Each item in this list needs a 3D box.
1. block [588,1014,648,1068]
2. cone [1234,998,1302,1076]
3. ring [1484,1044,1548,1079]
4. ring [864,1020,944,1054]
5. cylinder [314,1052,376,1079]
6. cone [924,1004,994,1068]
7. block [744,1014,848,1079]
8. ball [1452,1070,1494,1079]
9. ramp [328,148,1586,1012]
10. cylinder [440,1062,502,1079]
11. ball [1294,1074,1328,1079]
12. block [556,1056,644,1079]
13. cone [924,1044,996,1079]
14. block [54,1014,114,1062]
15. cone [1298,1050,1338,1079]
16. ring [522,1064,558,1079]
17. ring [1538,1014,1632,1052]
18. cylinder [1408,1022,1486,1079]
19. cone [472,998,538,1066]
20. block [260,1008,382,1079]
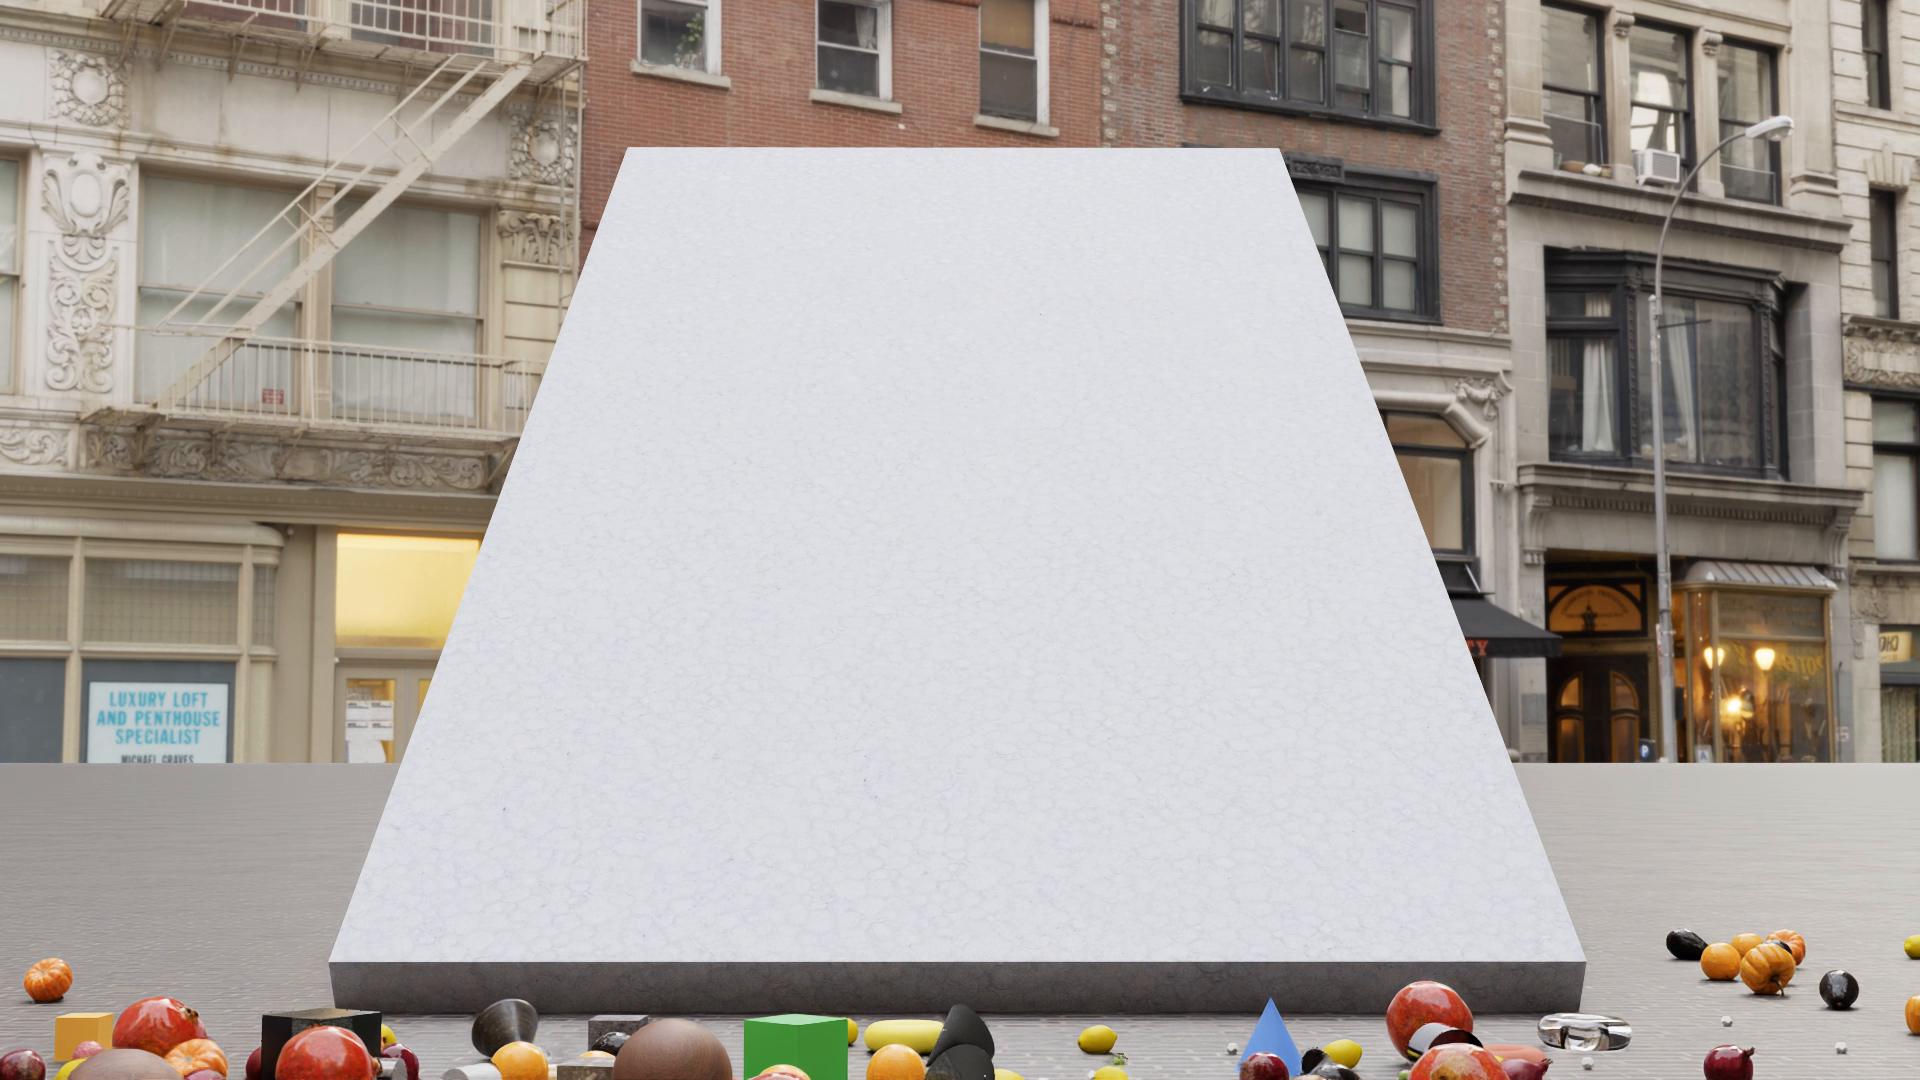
[{"bbox_3d":[-0.449,0.662,3.135,0.066,0.066,0.066,0,-5,3],"label":"block"},{"bbox_3d":[0.405,0.644,3.105,0.096,0.096,0.096,0,-5,0],"label":"cone"},{"bbox_3d":[0.688,0.666,3.034,0.118,0.039,0.118,-1,-6,0],"label":"ring"},{"bbox_3d":[-0.073,0.691,3.316,0.121,0.040,0.121,0,-6,0],"label":"ring"},{"bbox_3d":[-0.707,0.626,2.741,0.066,0.066,0.066,1,-5,-9],"label":"cylinder"},{"bbox_3d":[-0.015,0.679,3.173,0.087,0.087,0.087,-29,13,-35],"label":"cone"},{"bbox_3d":[-0.200,0.629,2.902,0.089,0.089,0.089,-4,-7,39],"label":"block"},{"bbox_3d":[0.561,0.614,2.604,0.066,0.066,0.066,0,-5,0],"label":"ball"},{"bbox_3d":[-0.011,-0.223,5.580,2.000,0.100,4.000,0,28,0],"label":"ramp"},{"bbox_3d":[-0.565,0.634,2.756,0.053,0.053,0.053,-3,-6,30],"label":"cylinder"},{"bbox_3d":[0.365,0.595,2.474,0.079,0.079,0.079,0,-5,0],"label":"ball"},{"bbox_3d":[-0.395,0.610,2.616,0.074,0.074,0.074,-1,-5,10],"label":"block"},{"bbox_3d":[0.022,0.633,2.690,0.096,0.096,0.096,-4,-33,35],"label":"cone"},{"bbox_3d":[-1.190,0.675,3.241,0.058,0.058,0.058,0,-5,0],"label":"block"},{"bbox_3d":[0.433,0.667,2.962,0.053,0.053,0.053,3,-32,-29],"label":"cone"},{"bbox_3d":[-0.493,0.660,2.919,0.089,0.030,0.089,-1,-5,0],"label":"ring"},{"bbox_3d":[0.881,0.694,3.366,0.131,0.044,0.131,1,-6,0],"label":"ring"},{"bbox_3d":[0.602,0.639,2.949,0.077,0.077,0.077,1,-5,-6],"label":"cylinder"},{"bbox_3d":[-0.595,0.679,3.189,0.093,0.093,0.093,3,21,-30],"label":"cone"},{"bbox_3d":[-0.771,0.622,2.880,0.099,0.099,0.099,-3,-6,31],"label":"block"}]
